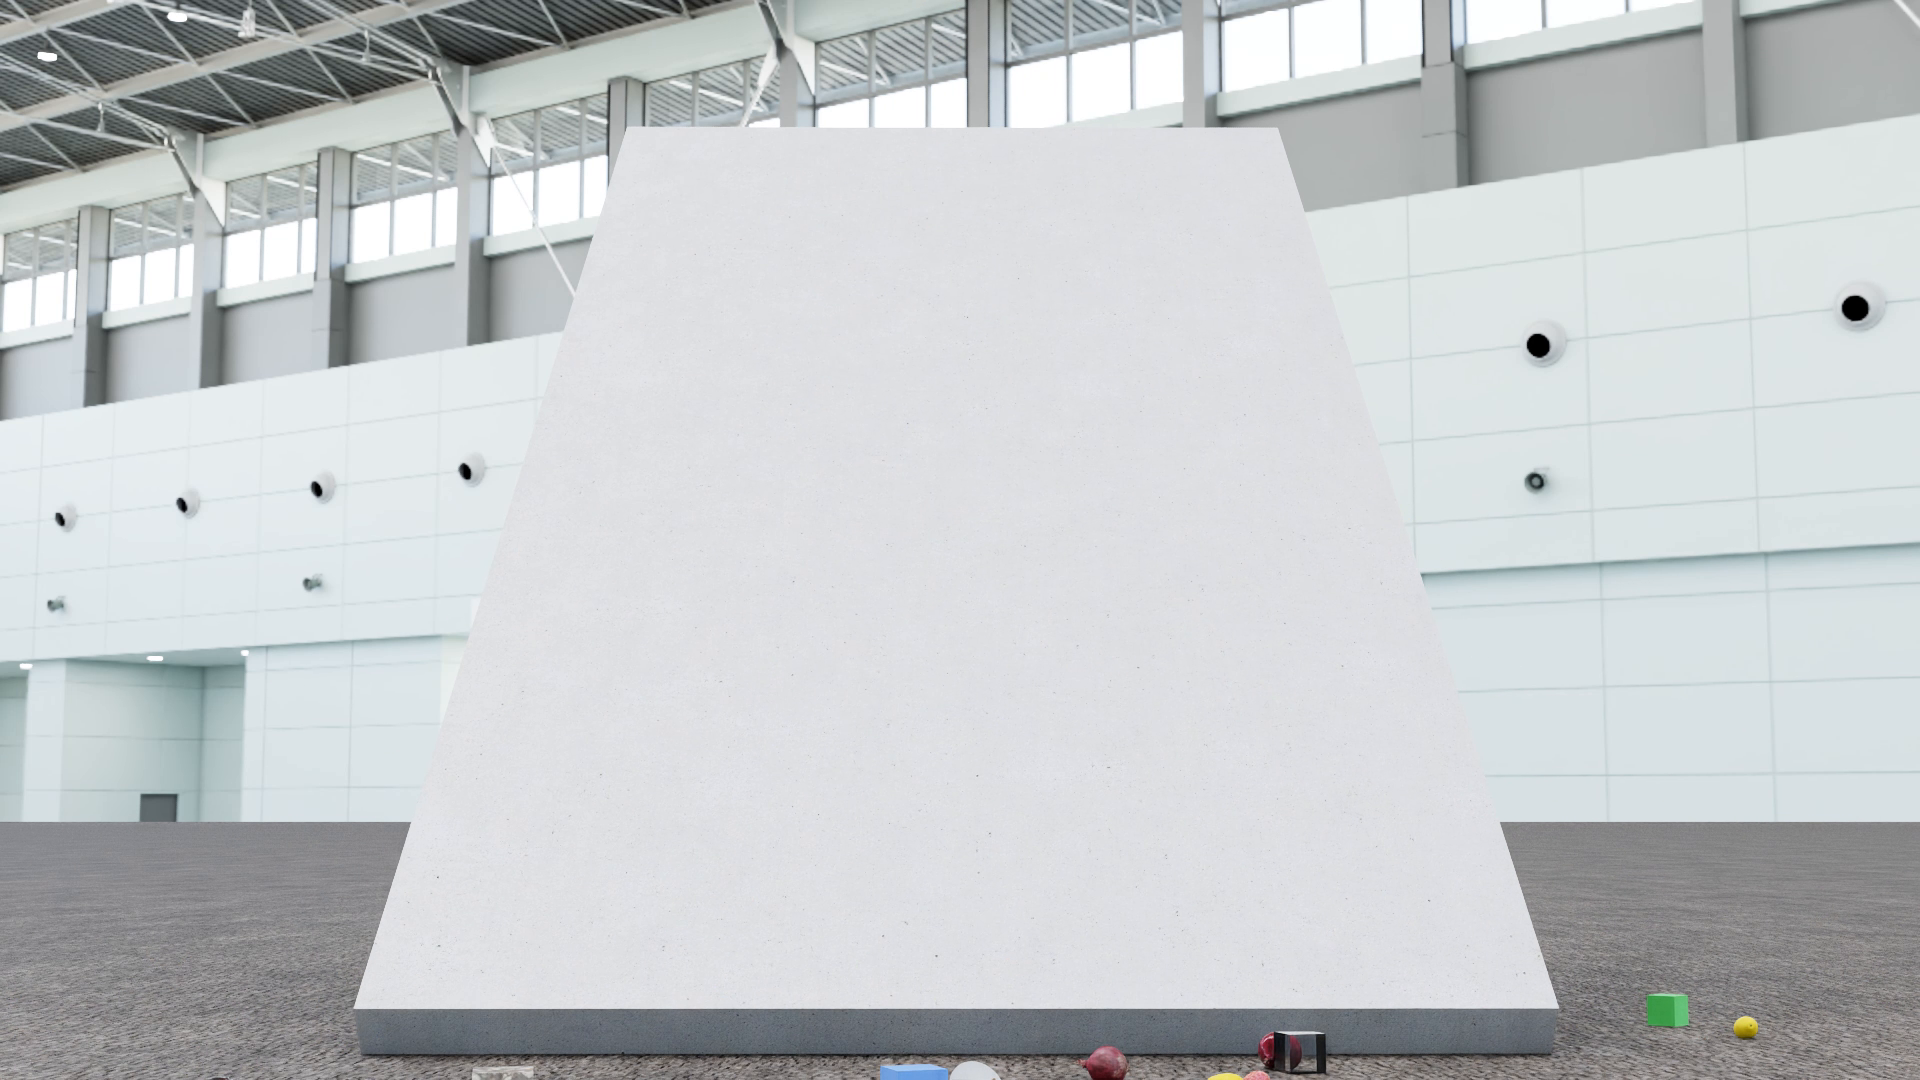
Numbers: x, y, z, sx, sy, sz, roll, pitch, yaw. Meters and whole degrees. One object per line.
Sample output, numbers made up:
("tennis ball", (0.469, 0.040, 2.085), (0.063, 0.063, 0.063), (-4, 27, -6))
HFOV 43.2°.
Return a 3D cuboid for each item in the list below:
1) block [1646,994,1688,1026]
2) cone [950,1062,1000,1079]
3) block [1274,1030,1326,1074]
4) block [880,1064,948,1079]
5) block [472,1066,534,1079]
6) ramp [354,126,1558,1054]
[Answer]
("block", (1.353, 0.899, 4.642), (0.056, 0.056, 0.056), (-6, -9, 42))
("cone", (0.003, 0.745, 3.206), (0.085, 0.085, 0.085), (4, -34, -31))
("block", (0.531, 0.800, 3.792), (0.061, 0.061, 0.061), (2, -7, -16))
("block", (-0.060, 0.726, 3.180), (0.069, 0.069, 0.069), (2, -7, -21))
("block", (-0.583, 0.713, 3.091), (0.076, 0.076, 0.076), (1, -7, -10))
("ramp", (-0.014, -0.203, 5.771), (2.000, 0.100, 4.000), (0, 31, 0))
